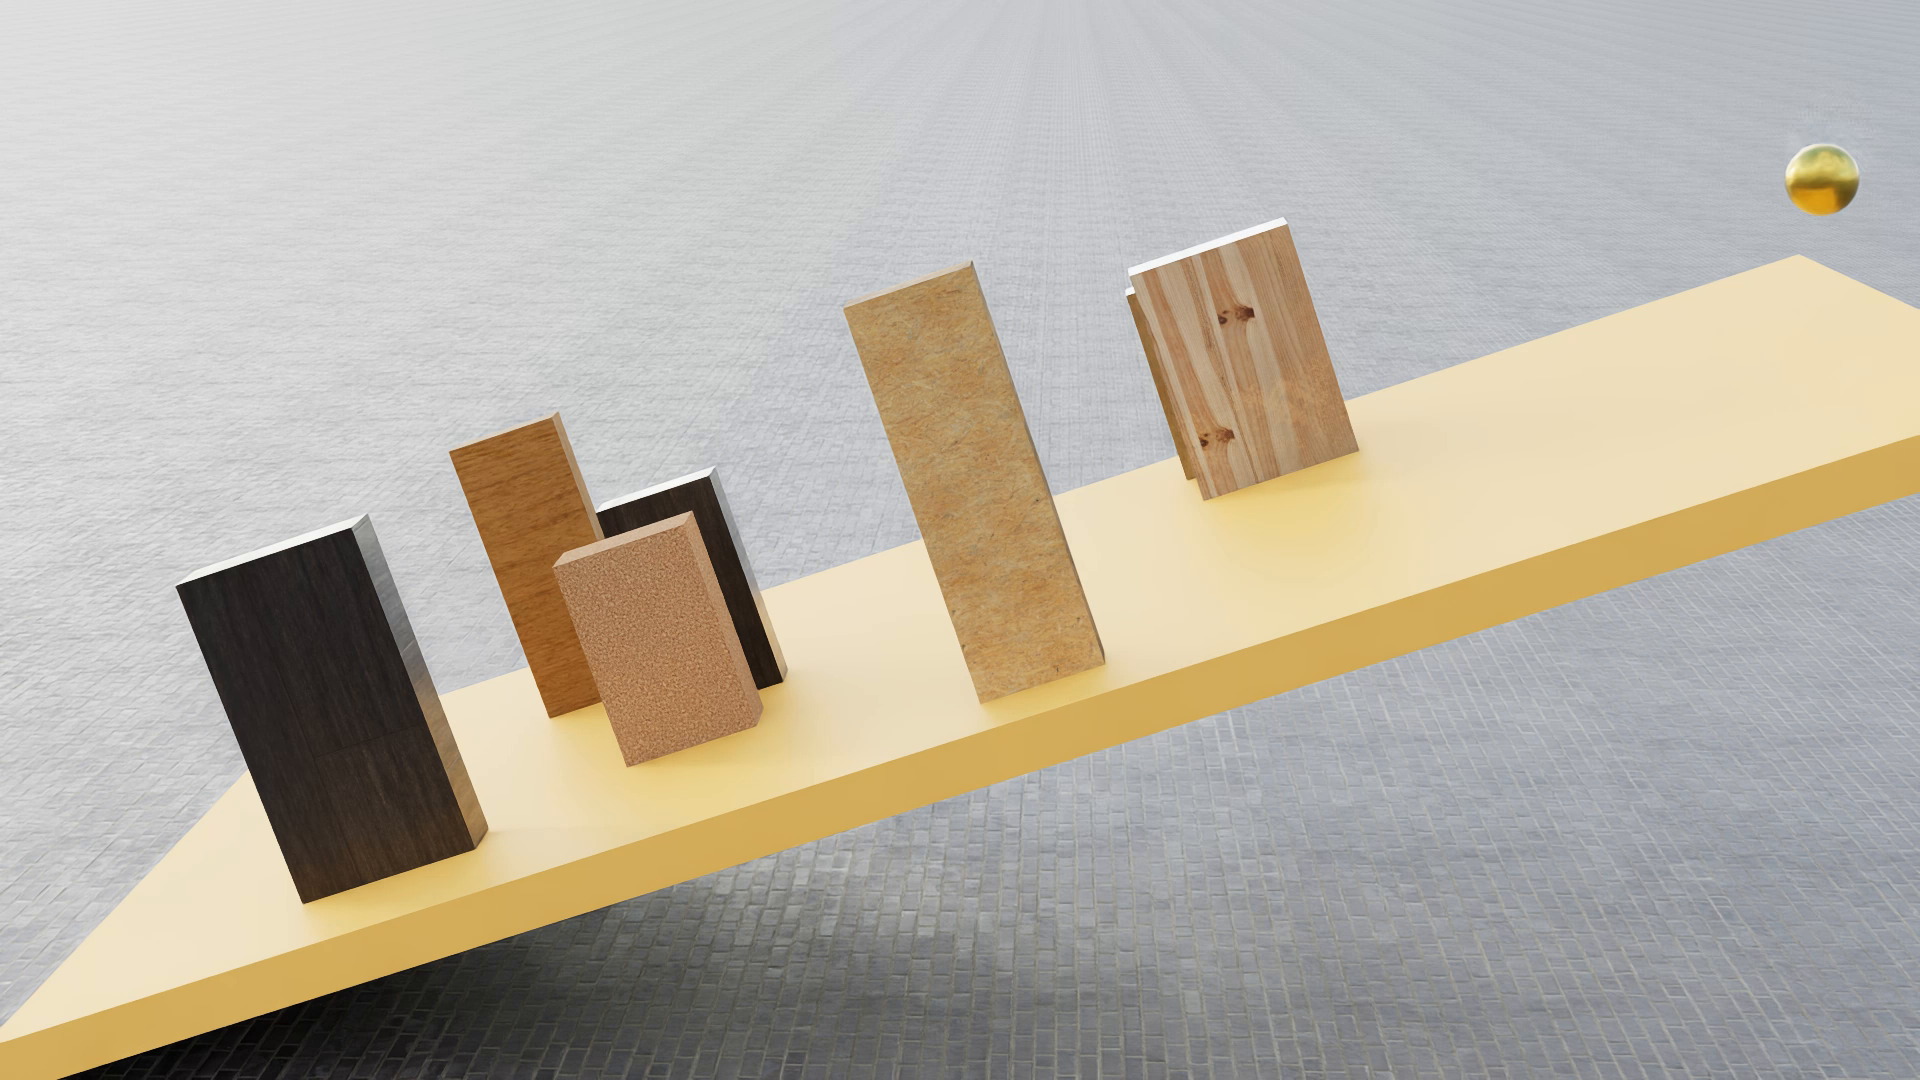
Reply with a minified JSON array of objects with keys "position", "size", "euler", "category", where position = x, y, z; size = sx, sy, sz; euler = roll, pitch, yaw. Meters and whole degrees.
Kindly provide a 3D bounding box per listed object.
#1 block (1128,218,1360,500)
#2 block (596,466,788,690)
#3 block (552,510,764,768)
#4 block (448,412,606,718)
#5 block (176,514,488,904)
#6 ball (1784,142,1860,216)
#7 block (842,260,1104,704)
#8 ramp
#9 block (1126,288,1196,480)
[{"position":[0.637,-0.407,6.613],"size":[0.366,0.536,0.141],"euler":[-18,11,6],"category":"block"},{"position":[-0.570,0.111,6.281],"size":[0.255,0.471,0.109],"euler":[-18,11,6],"category":"block"},{"position":[-0.612,0.201,5.990],"size":[0.281,0.439,0.141],"euler":[-18,11,6],"category":"block"},{"position":[-0.921,0.058,6.668],"size":[0.248,0.651,0.086],"euler":[-18,11,6],"category":"block"},{"position":[-1.223,0.331,5.758],"size":[0.365,0.676,0.136],"euler":[-18,11,6],"category":"block"},{"position":[1.744,-0.730,5.951],"size":[0.146,0.146,0.146],"euler":[0,12,0],"category":"ball"},{"position":[0.030,-0.106,5.483],"size":[0.246,0.787,0.105],"euler":[-18,11,6],"category":"block"},{"position":[0.106,0.181,6.306],"size":[4.000,0.100,2.000],"euler":[-18,11,6],"category":"ramp"},{"position":[0.599,-0.409,6.895],"size":[0.293,0.460,0.111],"euler":[-18,11,6],"category":"block"}]
